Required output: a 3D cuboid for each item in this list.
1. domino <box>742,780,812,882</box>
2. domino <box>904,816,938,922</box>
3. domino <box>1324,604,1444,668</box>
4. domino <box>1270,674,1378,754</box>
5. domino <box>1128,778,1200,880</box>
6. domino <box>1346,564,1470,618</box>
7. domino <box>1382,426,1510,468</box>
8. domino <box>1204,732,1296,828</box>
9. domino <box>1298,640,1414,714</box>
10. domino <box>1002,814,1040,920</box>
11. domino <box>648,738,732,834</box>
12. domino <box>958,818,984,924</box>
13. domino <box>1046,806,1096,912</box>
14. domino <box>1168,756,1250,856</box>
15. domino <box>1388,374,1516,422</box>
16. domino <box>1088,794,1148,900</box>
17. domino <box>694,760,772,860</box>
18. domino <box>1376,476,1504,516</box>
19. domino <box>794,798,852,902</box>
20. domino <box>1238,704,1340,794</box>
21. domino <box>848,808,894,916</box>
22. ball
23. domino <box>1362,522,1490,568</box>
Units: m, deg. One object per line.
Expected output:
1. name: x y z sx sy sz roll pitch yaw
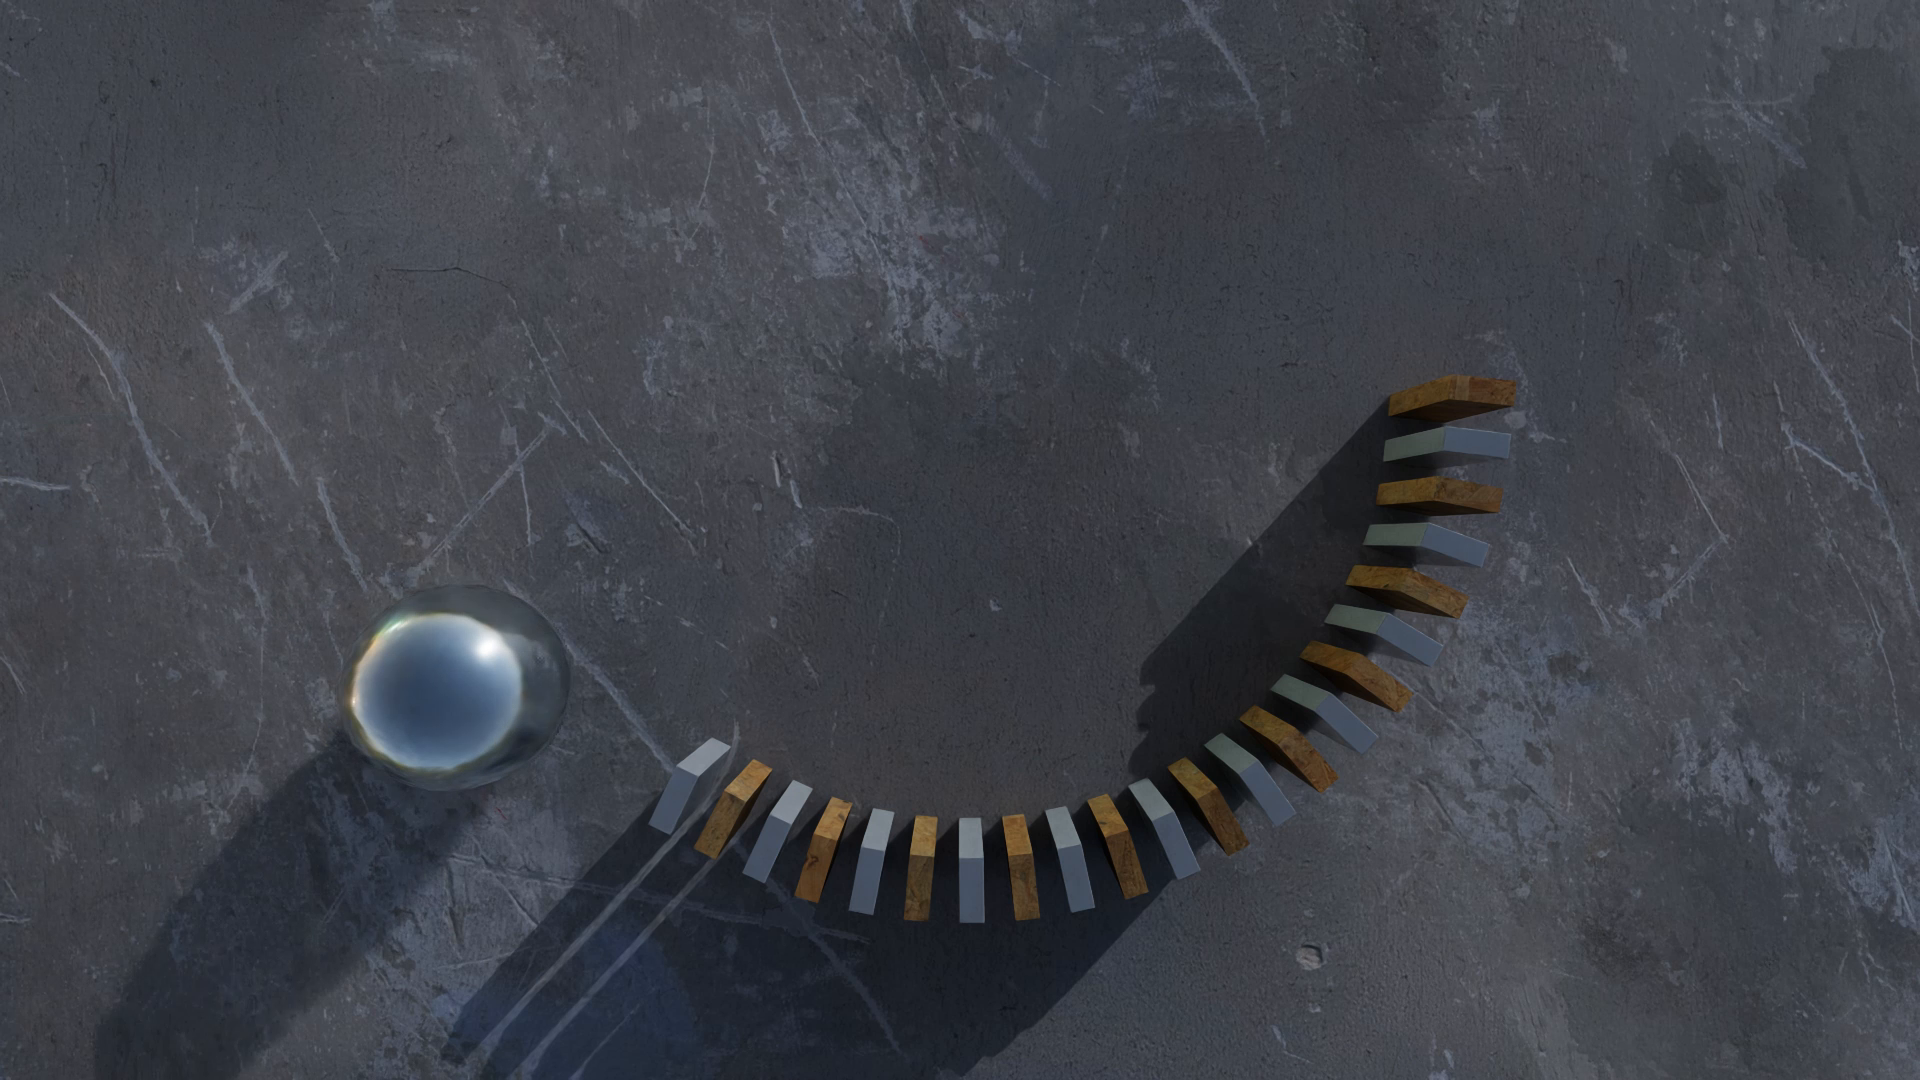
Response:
1. domino: -0.074 0.118 0.375 0.010 0.050 0.025 25 90 0
2. domino: -0.016 0.133 0.375 0.009 0.050 0.025 5 90 0
3. domino: 0.172 0.038 0.375 0.025 0.050 0.010 31 90 0
4. domino: 0.148 0.070 0.375 0.025 0.050 0.009 43 90 0
5. domino: 0.083 0.117 0.375 0.010 0.050 0.025 -24 90 0
6. domino: 0.181 0.021 0.375 0.025 0.050 0.009 25 90 0
7. domino: 0.198 -0.037 0.375 0.025 0.050 0.010 7 90 0
8. domino: 0.117 0.097 0.375 0.009 0.050 0.025 -35 90 0
9. domino: 0.161 0.055 0.375 0.025 0.050 0.009 37 90 0
10. domino: 0.025 0.133 0.375 0.009 0.050 0.025 -7 90 0
11. domino: -0.110 0.099 0.375 0.010 0.050 0.025 26 90 0
12. domino: 0.004 0.134 0.375 0.010 0.050 0.025 -1 90 0
13. domino: 0.044 0.129 0.375 0.010 0.050 0.025 -12 90 0
14. domino: 0.101 0.108 0.375 0.009 0.050 0.025 -30 90 0
15. domino: 0.200 -0.057 0.375 0.025 0.050 0.009 6 90 0
16. domino: 0.064 0.124 0.375 0.010 0.050 0.025 -18 90 0
17. domino: -0.092 0.109 0.375 0.010 0.050 0.025 28 90 0
18. domino: 0.194 -0.017 0.375 0.025 0.050 0.010 11 90 0
19. domino: -0.055 0.125 0.375 0.009 0.050 0.025 17 90 0
20. domino: 0.133 0.084 0.375 0.009 0.050 0.025 -41 90 0
21. domino: -0.036 0.130 0.375 0.009 0.050 0.025 11 90 0
22. ball: -0.196 0.057 0.360 0.080 0.080 0.080 0 90 0
23. domino: 0.189 0.002 0.375 0.025 0.050 0.009 20 90 0
